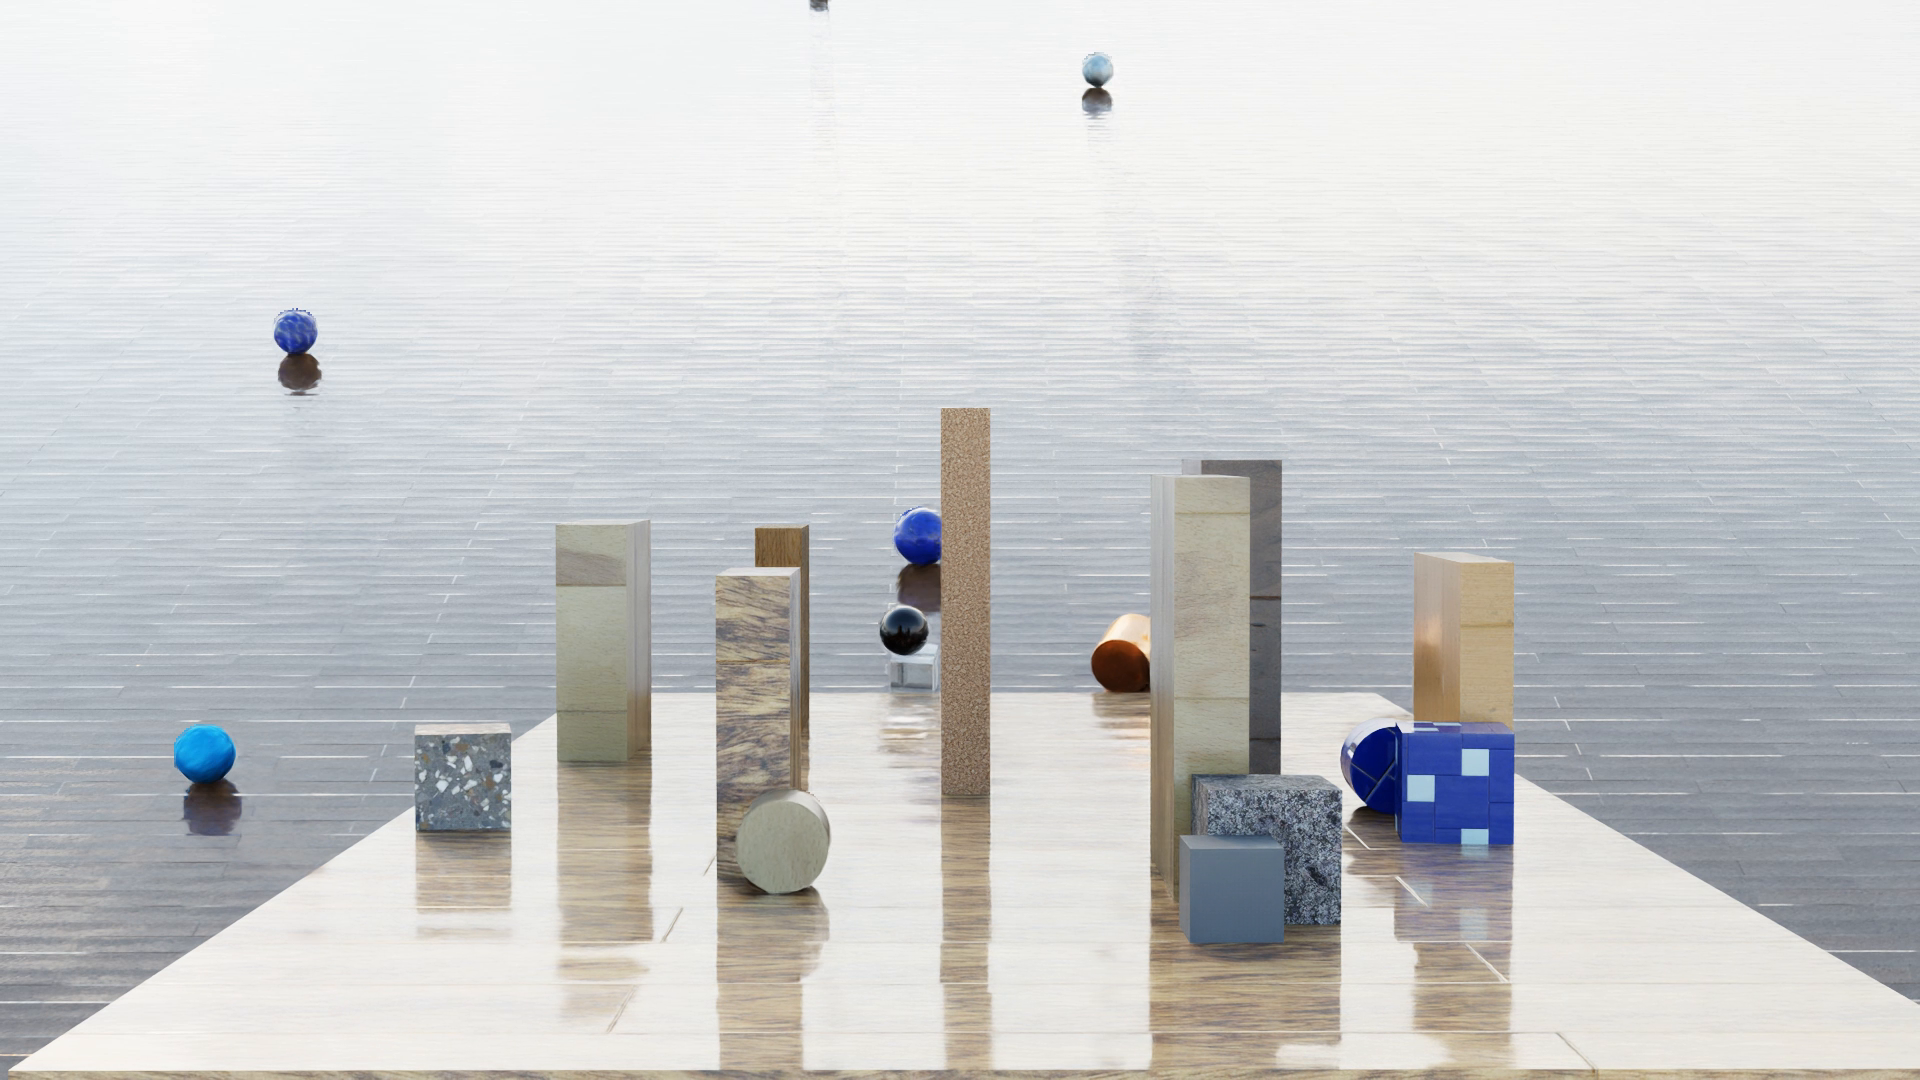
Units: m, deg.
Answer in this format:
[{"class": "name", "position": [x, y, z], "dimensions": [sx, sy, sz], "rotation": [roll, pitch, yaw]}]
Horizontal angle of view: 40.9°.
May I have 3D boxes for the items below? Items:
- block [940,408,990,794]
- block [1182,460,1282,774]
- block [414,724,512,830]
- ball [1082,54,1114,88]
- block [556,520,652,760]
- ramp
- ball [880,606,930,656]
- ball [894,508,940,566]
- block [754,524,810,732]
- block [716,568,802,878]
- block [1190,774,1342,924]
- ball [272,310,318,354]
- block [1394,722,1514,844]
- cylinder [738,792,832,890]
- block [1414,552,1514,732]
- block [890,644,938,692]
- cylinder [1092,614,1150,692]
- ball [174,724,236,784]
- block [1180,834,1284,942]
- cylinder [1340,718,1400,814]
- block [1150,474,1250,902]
[{"class": "block", "position": [0.010, 0.105, 4.734], "dimensions": [0.088, 0.689, 0.287], "rotation": [0, 2, 0]}, {"class": "block", "position": [0.493, 0.152, 4.714], "dimensions": [0.141, 0.597, 0.392], "rotation": [0, 2, 0]}, {"class": "block", "position": [-0.822, 0.389, 4.260], "dimensions": [0.154, 0.154, 0.154], "rotation": [0, 2, -11]}, {"class": "ball", "position": [0.664, -2.261, 12.417], "dimensions": [0.155, 0.155, 0.155], "rotation": [0, 24, 0]}, {"class": "block", "position": [-0.730, 0.197, 5.306], "dimensions": [0.140, 0.468, 0.411], "rotation": [0, 2, 0]}, {"class": "ramp", "position": [0.056, 0.506, 4.550], "dimensions": [2.000, 0.100, 4.000], "rotation": [0, 2, 0]}, {"class": "ball", "position": [-0.144, 0.235, 6.685], "dimensions": [0.130, 0.130, 0.130], "rotation": [0, 24, 0]}, {"class": "ball", "position": [-0.107, -0.010, 7.446], "dimensions": [0.166, 0.166, 0.166], "rotation": [0, 24, 0]}, {"class": "block", "position": [-0.398, 0.192, 5.788], "dimensions": [0.102, 0.445, 0.292], "rotation": [0, 2, 0]}, {"class": "block", "position": [-0.297, 0.264, 3.818], "dimensions": [0.106, 0.435, 0.258], "rotation": [0, 2, 0]}, {"class": "block", "position": [0.403, 0.407, 3.412], "dimensions": [0.174, 0.174, 0.174], "rotation": [0, 1, -2]}, {"class": "ball", "position": [-2.335, -0.729, 9.049], "dimensions": [0.151, 0.151, 0.151], "rotation": [0, 24, 0]}, {"class": "block", "position": [0.785, 0.384, 4.102], "dimensions": [0.173, 0.173, 0.173], "rotation": [0, 2, 6]}, {"class": "cylinder", "position": [-0.248, 0.423, 3.629], "dimensions": [0.129, 0.129, 0.129], "rotation": [-2, -2, -5]}, {"class": "block", "position": [0.854, 0.245, 4.394], "dimensions": [0.087, 0.432, 0.424], "rotation": [0, 2, 0]}, {"class": "block", "position": [-0.119, 0.345, 6.732], "dimensions": [0.110, 0.110, 0.110], "rotation": [3, 25, 6]}, {"class": "cylinder", "position": [0.444, 0.299, 6.775], "dimensions": [0.158, 0.158, 0.158], "rotation": [8, 26, 17]}, {"class": "ball", "position": [-1.845, 0.524, 6.299], "dimensions": [0.144, 0.144, 0.144], "rotation": [0, 24, 0]}, {"class": "block", "position": [0.343, 0.441, 3.265], "dimensions": [0.117, 0.117, 0.117], "rotation": [0, 2, -2]}, {"class": "cylinder", "position": [0.734, 0.386, 4.416], "dimensions": [0.149, 0.149, 0.149], "rotation": [1, 2, 2]}, {"class": "block", "position": [0.341, 0.196, 3.705], "dimensions": [0.102, 0.576, 0.424], "rotation": [0, 2, 0]}]
